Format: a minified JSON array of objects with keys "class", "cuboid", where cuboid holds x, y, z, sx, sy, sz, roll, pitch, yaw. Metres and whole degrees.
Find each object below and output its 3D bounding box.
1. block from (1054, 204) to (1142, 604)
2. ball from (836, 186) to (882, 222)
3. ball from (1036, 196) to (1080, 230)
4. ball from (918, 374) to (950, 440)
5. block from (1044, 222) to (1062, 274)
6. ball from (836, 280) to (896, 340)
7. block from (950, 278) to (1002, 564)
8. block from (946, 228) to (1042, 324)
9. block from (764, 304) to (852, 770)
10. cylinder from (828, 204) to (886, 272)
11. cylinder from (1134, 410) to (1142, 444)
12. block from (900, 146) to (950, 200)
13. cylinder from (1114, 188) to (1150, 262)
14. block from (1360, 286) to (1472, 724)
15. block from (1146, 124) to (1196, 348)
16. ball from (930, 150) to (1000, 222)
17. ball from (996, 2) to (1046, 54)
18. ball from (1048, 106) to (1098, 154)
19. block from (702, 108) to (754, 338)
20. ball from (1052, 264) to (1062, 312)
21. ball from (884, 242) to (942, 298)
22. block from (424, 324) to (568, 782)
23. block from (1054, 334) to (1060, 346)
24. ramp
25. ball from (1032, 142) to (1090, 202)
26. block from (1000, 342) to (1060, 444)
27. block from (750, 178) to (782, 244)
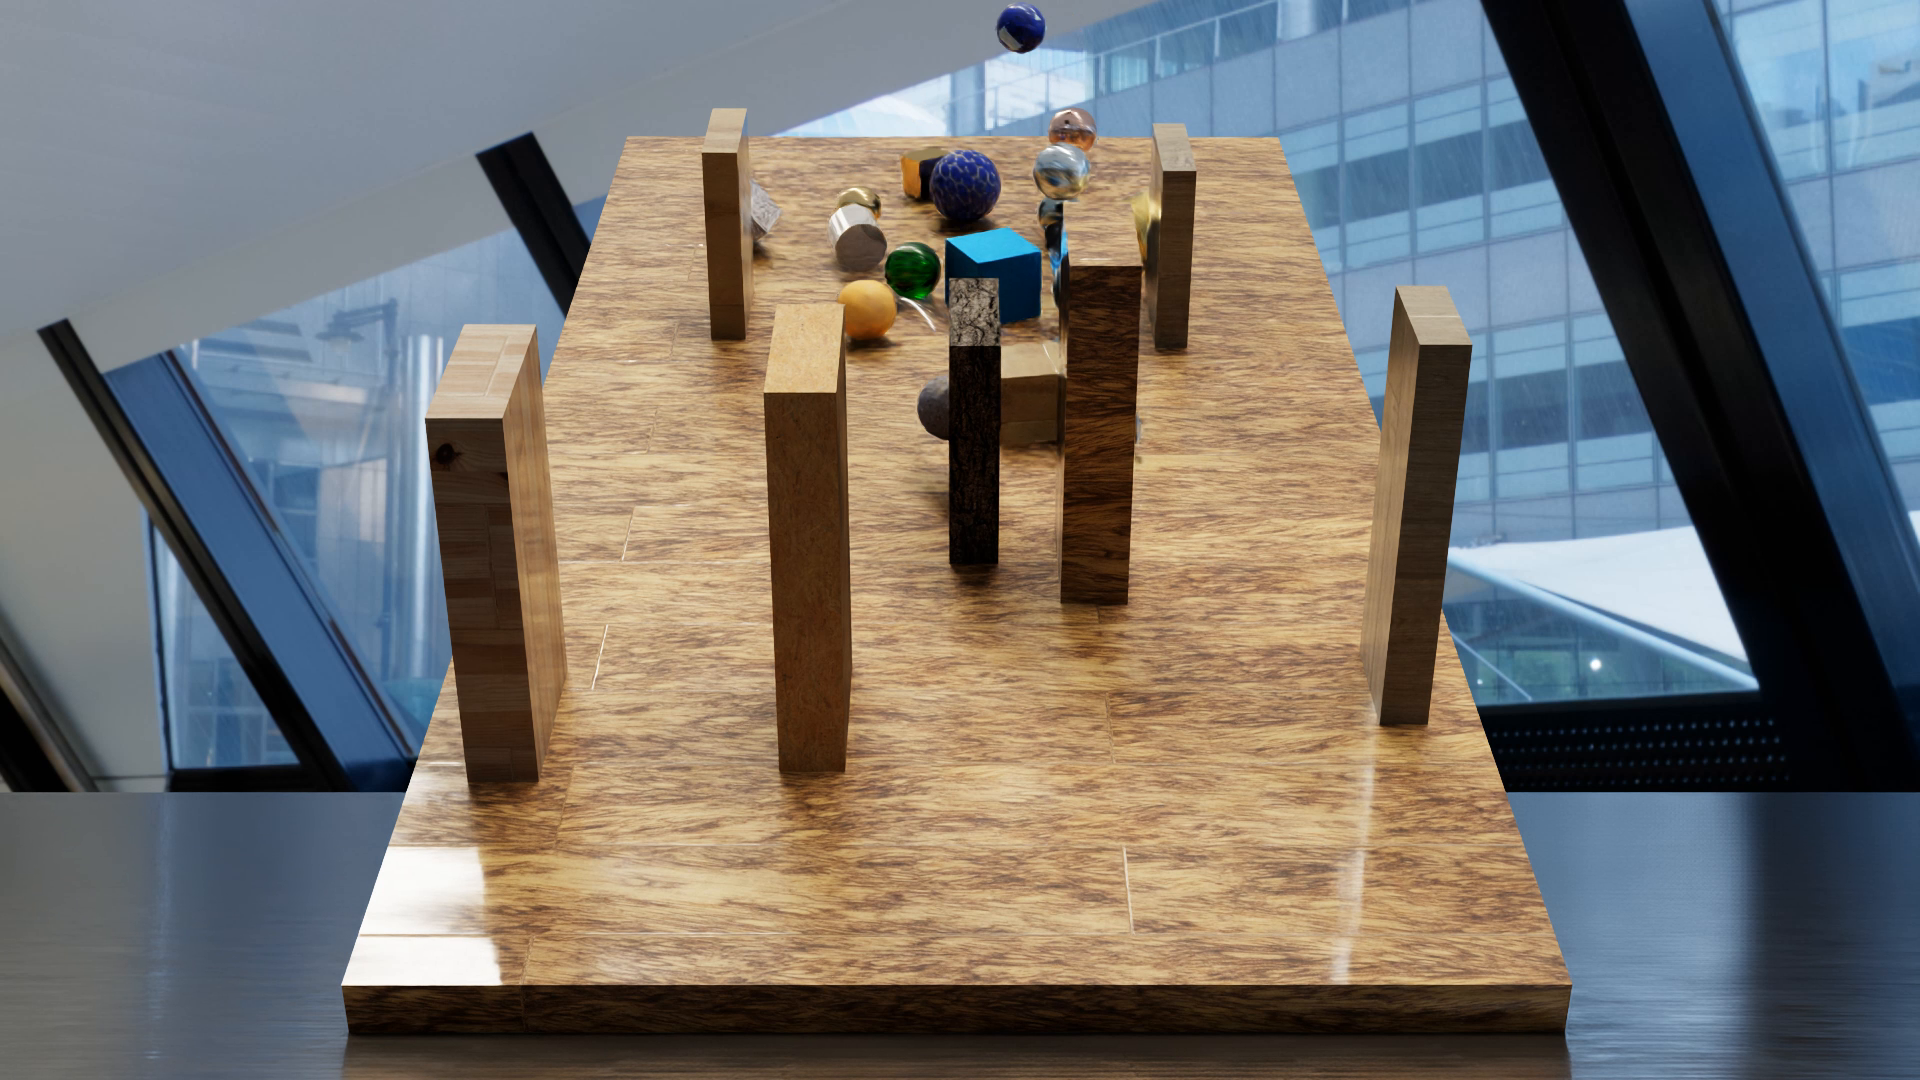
[{"class":"block","cuboid":[0.277,-0.276,4.921,0.139,0.751,0.325,0,29,0]},{"class":"ball","cuboid":[-0.282,-0.925,6.708,0.126,0.126,0.126,0,-6,0]},{"class":"ball","cuboid":[0.277,-0.903,6.670,0.129,0.129,0.129,0,-6,0]},{"class":"ball","cuboid":[-0.020,-0.298,5.394,0.151,0.151,0.151,0,-6,0]},{"class":"block","cuboid":[0.312,-0.764,6.306,0.129,0.129,0.129,-13,-8,19]},{"class":"ball","cuboid":[-0.237,-0.580,6.065,0.155,0.155,0.155,0,-6,0]},{"class":"block","cuboid":[0.029,-0.256,5.133,0.104,0.507,0.347,0,29,0]},{"class":"block","cuboid":[0.086,-0.677,6.214,0.181,0.181,0.181,-14,32,-23]},{"class":"block","cuboid":[-0.272,-0.001,4.406,0.122,0.774,0.367,0,29,0]},{"class":"cylinder","cuboid":[-0.279,-0.816,6.502,0.138,0.138,0.138,2,28,-15]},{"class":"cylinder","cuboid":[0.334,-0.255,5.528,0.118,0.118,0.118,-22,7,-33]},{"class":"block","cuboid":[-0.091,-1.057,6.937,0.113,0.113,0.113,-17,26,-24]},{"class":"cylinder","cuboid":[0.484,-0.841,6.497,0.178,0.178,0.178,-28,12,-36]},{"class":"block","cuboid":[0.844,-0.058,4.494,0.092,0.793,0.258,0,29,0]},{"class":"block","cuboid":[0.531,-0.771,6.088,0.081,0.471,0.339,0,29,0]},{"class":"ball","cuboid":[0.014,-0.995,6.757,0.202,0.202,0.202,0,-6,0]},{"class":"ball","cuboid":[0.172,-1.441,6.773,0.142,0.142,0.142,0,-6,0]},{"class":"ball","cuboid":[0.330,-1.198,7.063,0.145,0.145,0.145,0,-6,0]},{"class":"block","cuboid":[-0.587,-0.804,6.113,0.087,0.497,0.321,0,29,0]},{"class":"ball","cuboid":[0.331,-0.642,6.138,0.195,0.195,0.195,0,-6,0]},{"class":"ball","cuboid":[-0.122,-0.706,6.296,0.149,0.149,0.149,0,-6,0]},{"class":"block","cuboid":[-0.835,0.025,4.387,0.130,0.743,0.382,0,29,0]},{"class":"block","cuboid":[0.316,-0.428,5.807,0.147,0.147,0.147,10,31,17]},{"class":"ramp","cuboid":[-0.013,-0.214,5.677,2.000,0.100,4.000,0,29,0]},{"class":"ball","cuboid":[0.275,-0.994,6.500,0.156,0.156,0.156,0,-6,0]},{"class":"block","cuboid":[0.158,-0.344,5.632,0.171,0.171,0.171,-5,30,-9]},{"class":"block","cuboid":[-0.586,-0.883,6.567,0.122,0.122,0.122,-29,-67,36]}]
